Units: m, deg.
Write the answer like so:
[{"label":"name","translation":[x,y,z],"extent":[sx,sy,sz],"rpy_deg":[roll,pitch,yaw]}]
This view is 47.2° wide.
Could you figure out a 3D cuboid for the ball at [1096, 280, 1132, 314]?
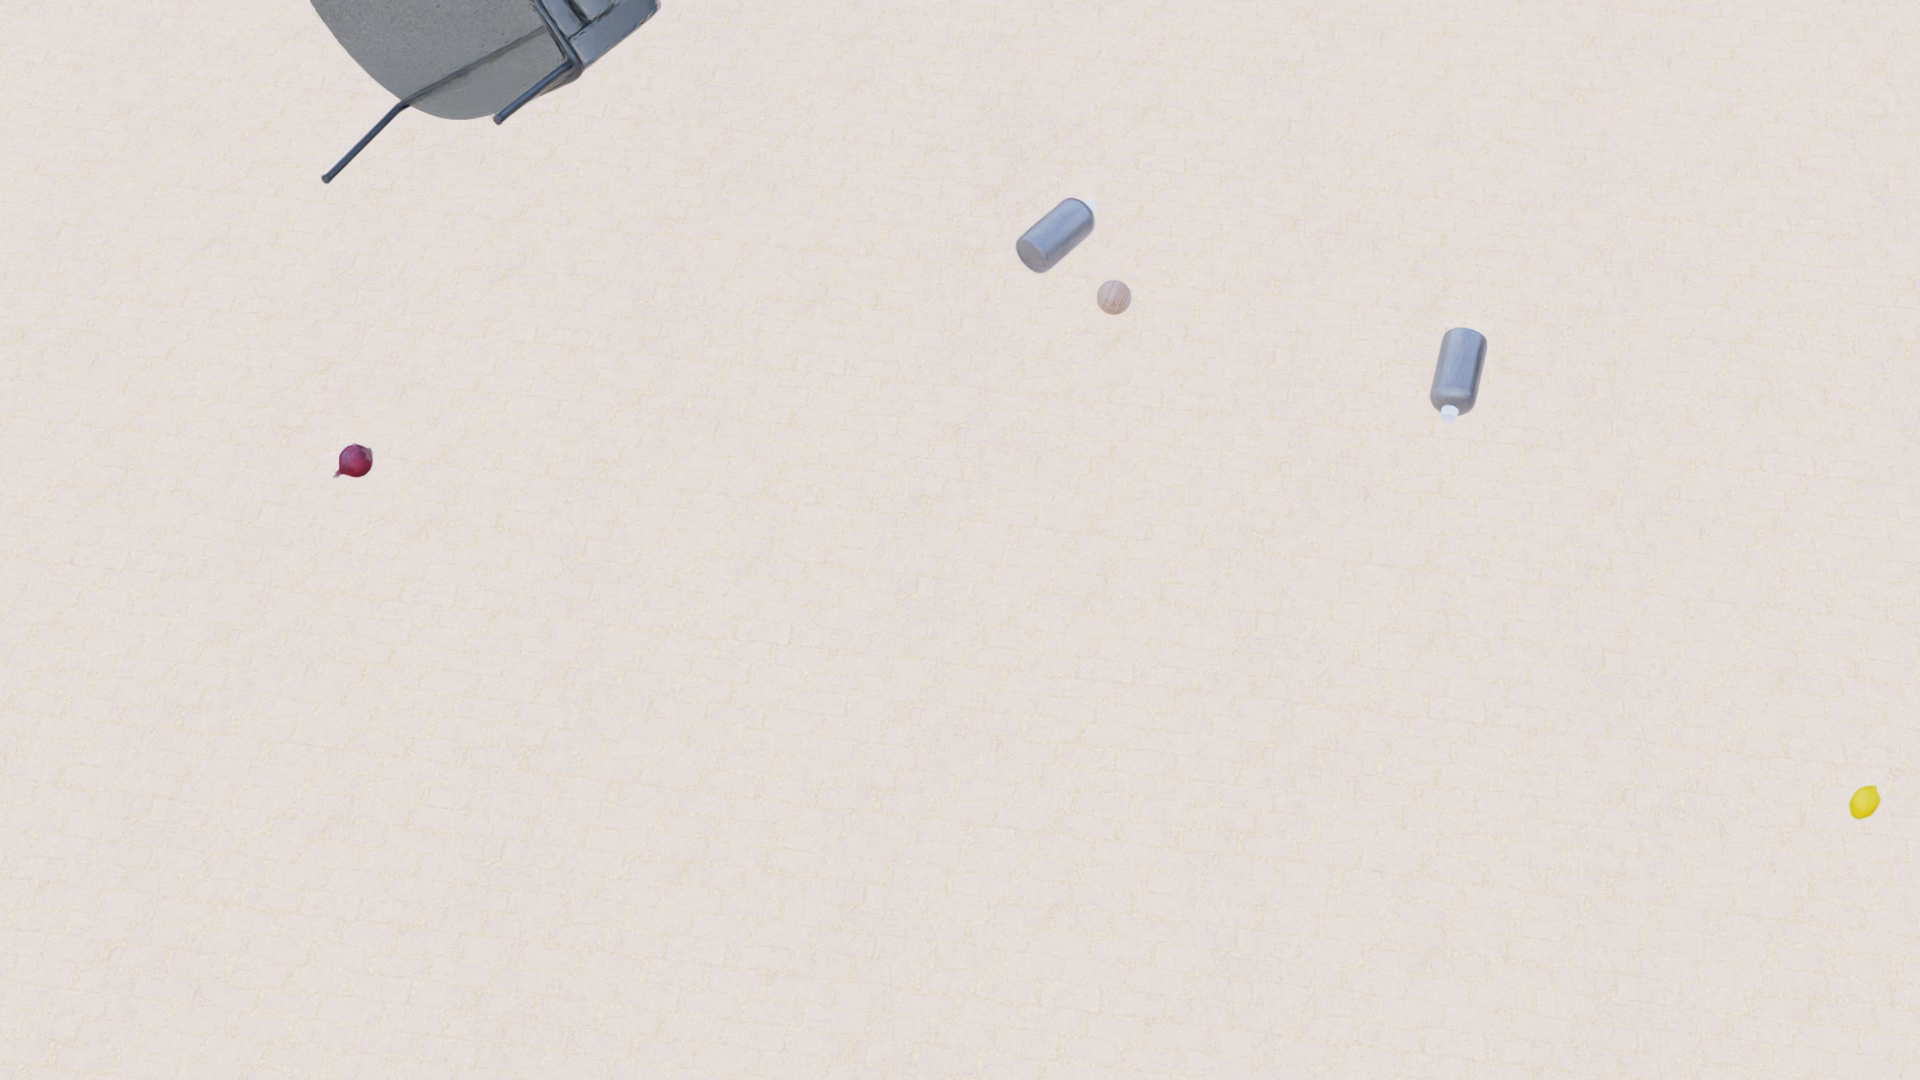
[{"label":"ball","translation":[0.323,-0.510,4.615],"extent":[0.074,0.074,0.074],"rpy_deg":[0,56,0]}]
